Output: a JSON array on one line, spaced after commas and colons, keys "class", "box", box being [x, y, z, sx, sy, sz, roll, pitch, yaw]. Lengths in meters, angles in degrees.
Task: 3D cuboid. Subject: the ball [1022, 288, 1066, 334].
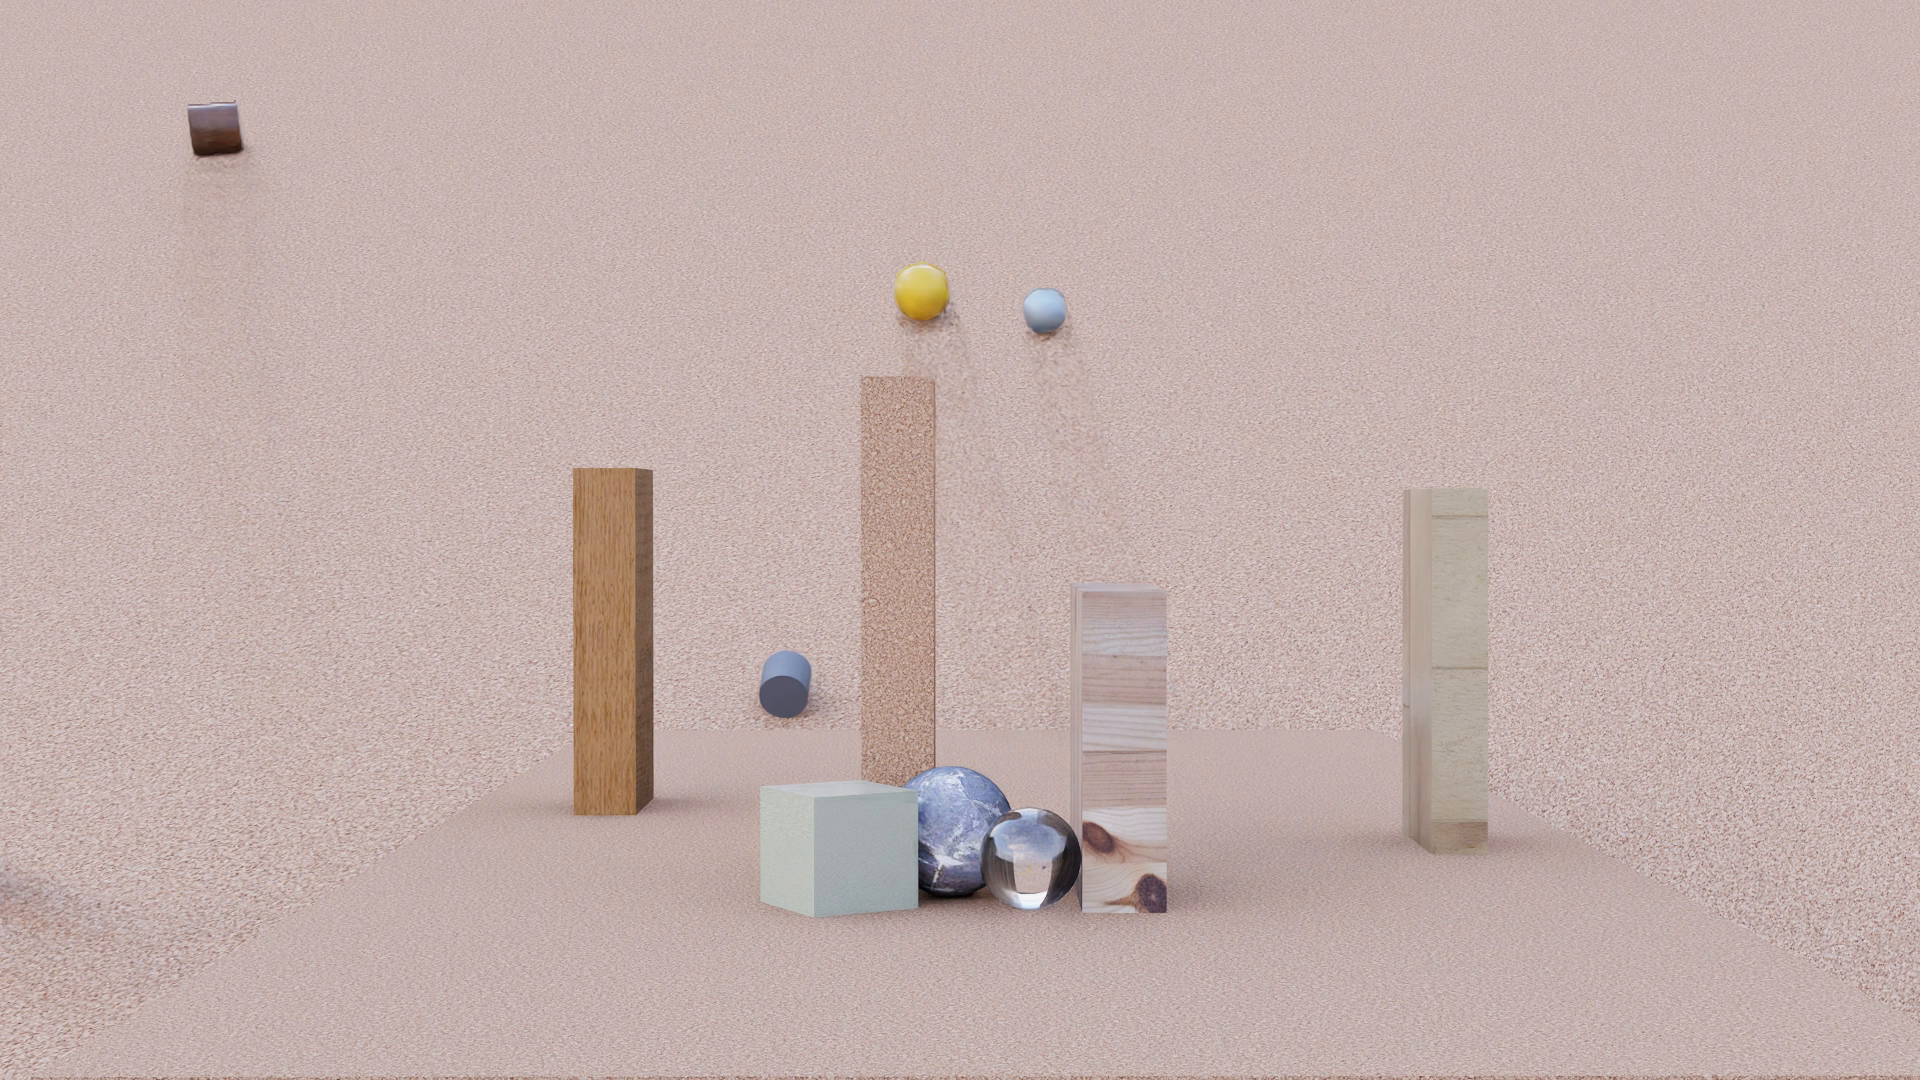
[{"class": "ball", "box": [0.297, -0.805, 9.081, 0.155, 0.155, 0.155, 0, 28, 0]}]

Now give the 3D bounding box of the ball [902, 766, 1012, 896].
[{"class": "ball", "box": [-0.014, 0.428, 3.797, 0.191, 0.191, 0.191, 0, 28, 0]}]

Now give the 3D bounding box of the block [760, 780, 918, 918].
[{"class": "block", "box": [-0.175, 0.441, 3.715, 0.168, 0.168, 0.168, -1, 1, -31]}]

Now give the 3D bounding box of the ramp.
[{"class": "ramp", "box": [0.063, 0.563, 4.601, 2.000, 0.100, 4.000, 0, 1, 0]}]

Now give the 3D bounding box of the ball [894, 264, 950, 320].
[{"class": "ball", "box": [-0.136, -0.879, 9.174, 0.199, 0.199, 0.199, 0, 28, 0]}]

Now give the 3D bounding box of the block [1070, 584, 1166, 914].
[{"class": "block", "box": [0.232, 0.296, 3.831, 0.119, 0.453, 0.388, 0, 1, 0]}]

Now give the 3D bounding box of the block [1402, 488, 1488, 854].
[{"class": "block", "box": [0.823, 0.214, 4.392, 0.093, 0.601, 0.277, 0, 1, 0]}]

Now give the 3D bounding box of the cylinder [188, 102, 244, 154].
[{"class": "cylinder", "box": [-3.102, -1.714, 10.763, 0.198, 0.198, 0.198, -7, 29, -13]}]

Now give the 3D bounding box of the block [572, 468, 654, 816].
[{"class": "block", "box": [-0.659, 0.187, 4.929, 0.115, 0.644, 0.282, 0, 1, 0]}]

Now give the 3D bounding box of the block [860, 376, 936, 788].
[{"class": "block", "box": [-0.094, 0.136, 4.049, 0.109, 0.768, 0.328, 0, 1, 0]}]

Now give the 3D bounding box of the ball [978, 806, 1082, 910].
[{"class": "ball", "box": [0.099, 0.452, 3.674, 0.147, 0.147, 0.147, 0, 28, 0]}]
